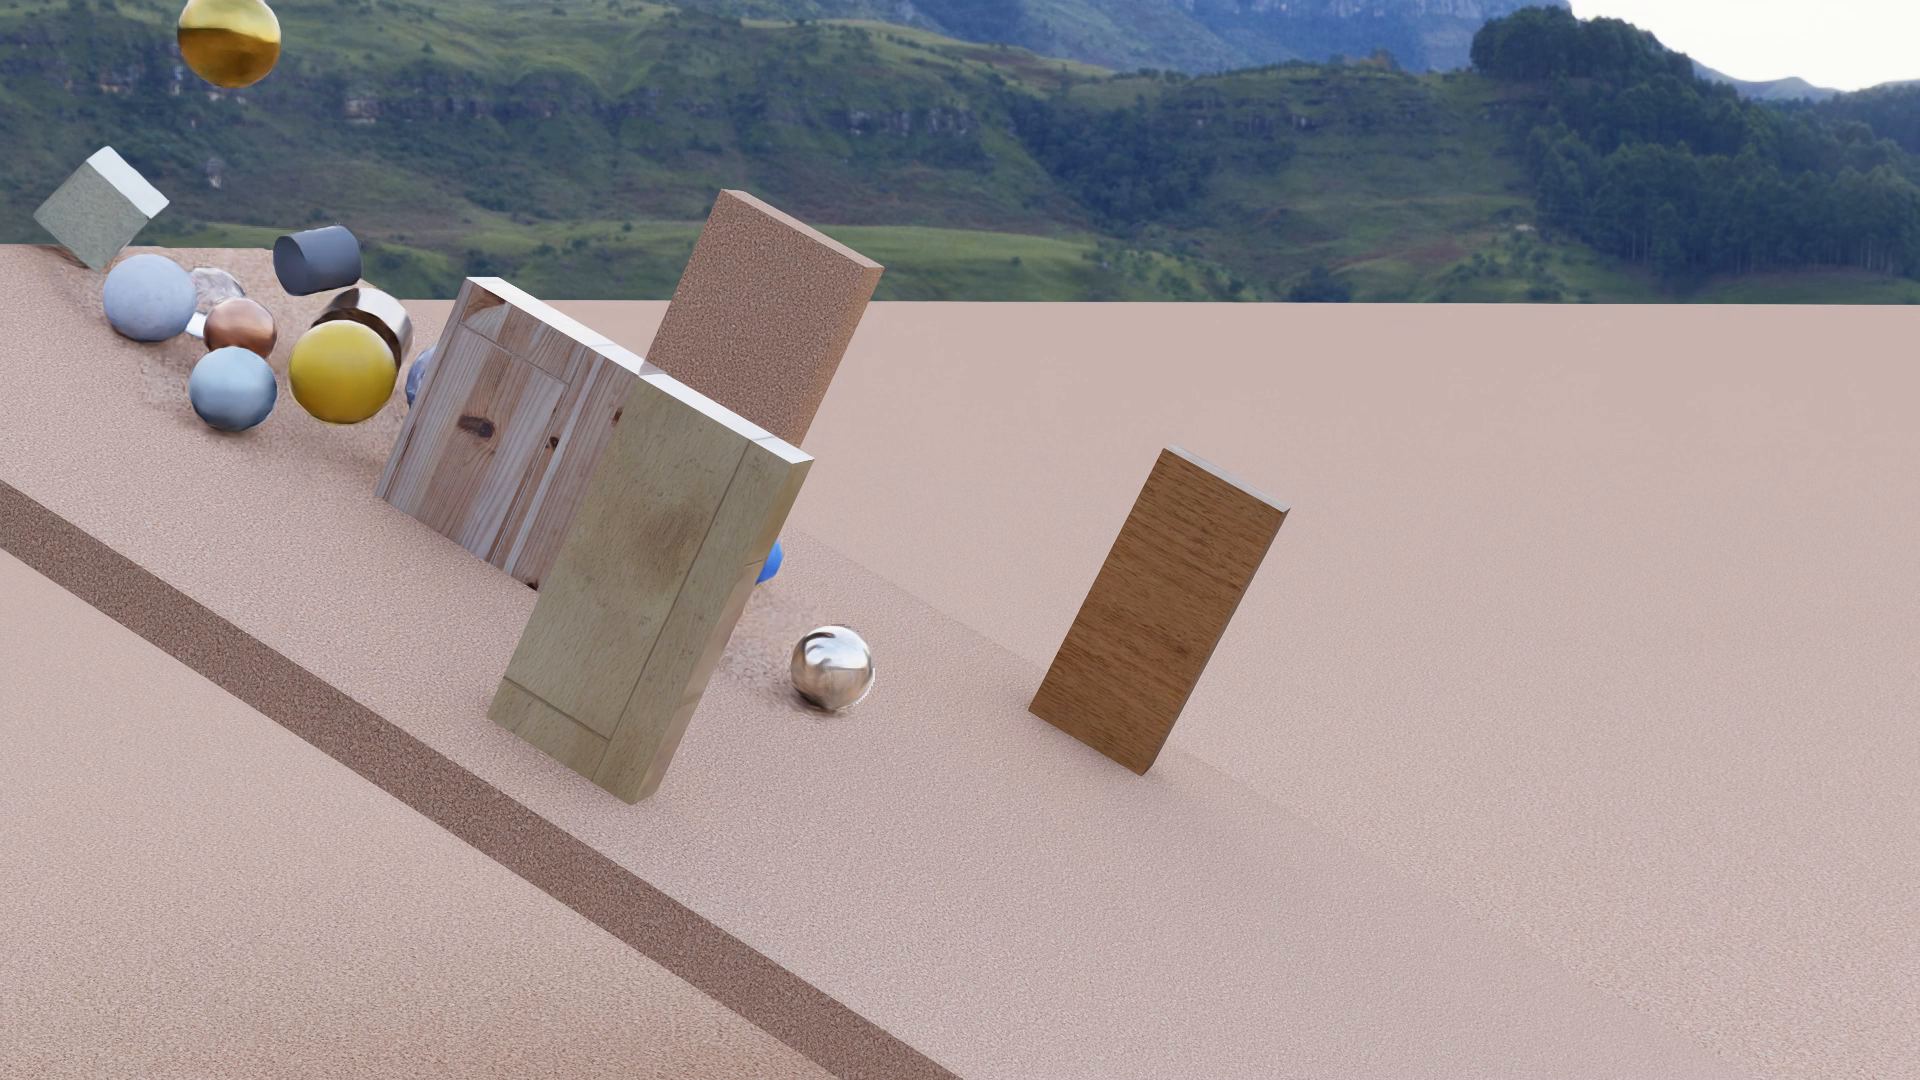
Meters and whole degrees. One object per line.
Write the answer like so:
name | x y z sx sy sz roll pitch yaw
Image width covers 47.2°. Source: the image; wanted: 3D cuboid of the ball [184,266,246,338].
ball | -1.531 -0.482 4.480 0.147 0.147 0.147 0 7 0

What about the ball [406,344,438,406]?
ball | -0.984 -0.293 4.293 0.191 0.191 0.191 0 7 0

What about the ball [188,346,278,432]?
ball | -1.342 -0.279 4.060 0.155 0.155 0.155 0 7 0

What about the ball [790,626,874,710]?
ball | -0.242 0.241 4.156 0.159 0.159 0.159 0 7 0

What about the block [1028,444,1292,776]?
block | 0.422 0.148 4.682 0.282 0.644 0.115 29 14 12

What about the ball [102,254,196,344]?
ball | -1.581 -0.471 4.291 0.173 0.173 0.173 0 7 0

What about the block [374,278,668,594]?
block | -0.818 -0.196 4.087 0.388 0.453 0.119 29 14 12

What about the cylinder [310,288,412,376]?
cylinder | -1.257 -0.409 4.600 0.198 0.198 0.198 -1 19 -7

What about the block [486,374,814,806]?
block | -0.482 0.077 3.392 0.277 0.601 0.093 29 14 12

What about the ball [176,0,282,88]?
ball | -1.493 -1.027 4.495 0.205 0.205 0.205 0 7 0

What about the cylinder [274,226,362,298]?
cylinder | -1.357 -0.590 4.646 0.130 0.130 0.130 6 20 43

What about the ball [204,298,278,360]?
ball | -1.413 -0.407 4.317 0.138 0.138 0.138 0 7 0

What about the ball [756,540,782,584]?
ball | -0.434 0.033 4.651 0.117 0.117 0.117 0 7 0

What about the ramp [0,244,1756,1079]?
ramp | -0.235 0.394 4.155 4.000 0.100 2.000 29 14 12

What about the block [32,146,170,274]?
block | -1.795 -0.692 4.599 0.168 0.168 0.168 -42 19 10

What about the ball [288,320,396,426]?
ball | -1.168 -0.317 4.161 0.199 0.199 0.199 0 7 0

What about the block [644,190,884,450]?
block | -0.467 -0.264 4.313 0.328 0.768 0.109 29 14 12
